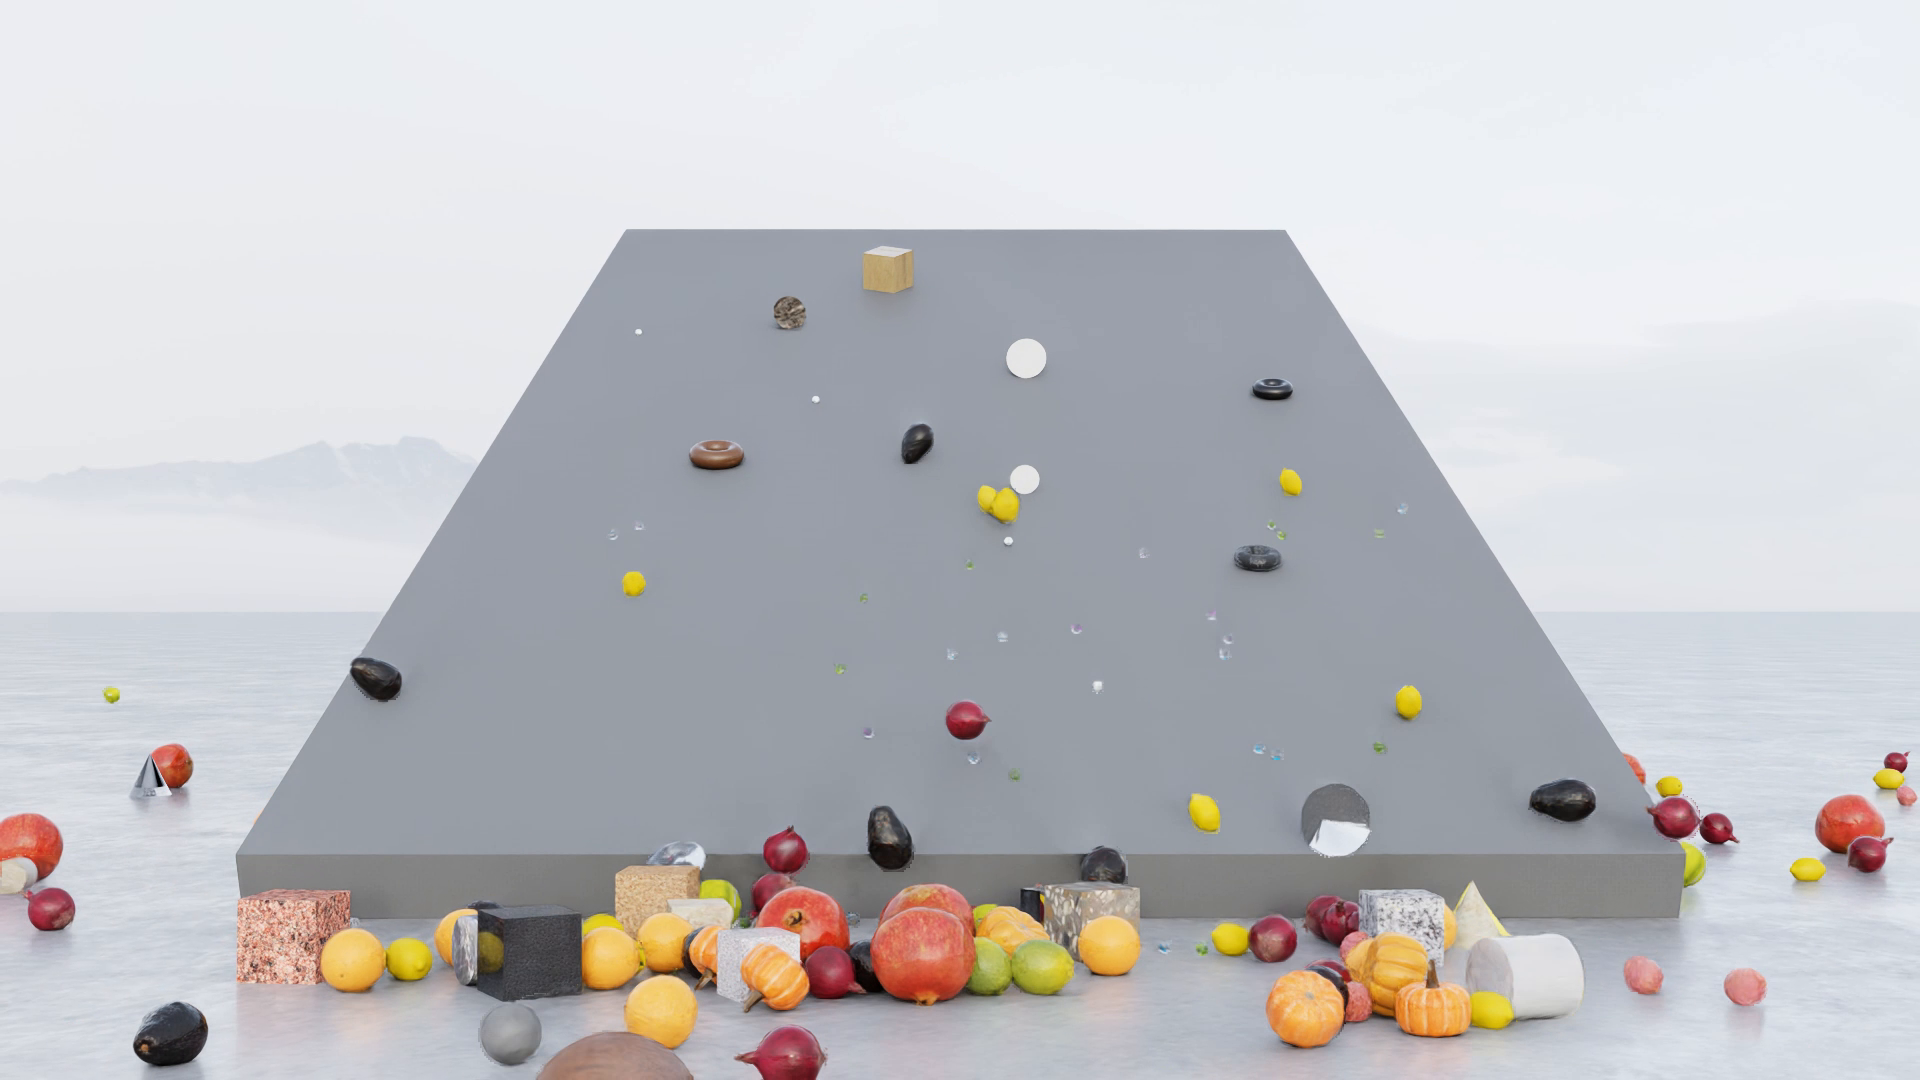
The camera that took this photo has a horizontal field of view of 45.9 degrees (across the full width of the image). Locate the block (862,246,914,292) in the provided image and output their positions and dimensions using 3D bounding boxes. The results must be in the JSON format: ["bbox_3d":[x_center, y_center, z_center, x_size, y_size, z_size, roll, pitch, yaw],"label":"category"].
[{"bbox_3d":[-0.195,-0.737,6.174,0.099,0.099,0.099,11,23,28],"label":"block"}]

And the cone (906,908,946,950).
[{"bbox_3d":[-0.043,0.494,2.898,0.052,0.052,0.052,0,-2,0],"label":"cone"}]

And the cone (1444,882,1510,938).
[{"bbox_3d":[0.688,0.504,2.979,0.080,0.080,0.080,27,5,13],"label":"cone"}]

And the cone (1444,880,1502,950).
[{"bbox_3d":[0.660,0.479,2.918,0.083,0.083,0.083,0,-2,0],"label":"cone"}]

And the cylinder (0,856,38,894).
[{"bbox_3d":[-1.434,0.509,3.441,0.052,0.052,0.052,0,-2,-4],"label":"cylinder"}]

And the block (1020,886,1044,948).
[{"bbox_3d":[0.128,0.484,2.911,0.072,0.072,0.072,1,-2,-38],"label":"block"}]

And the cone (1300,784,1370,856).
[{"bbox_3d":[0.511,0.392,3.175,0.100,0.100,0.100,0,-7,-8],"label":"cone"}]

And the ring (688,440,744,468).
[{"bbox_3d":[-0.509,-0.179,4.739,0.115,0.038,0.115,1,20,0],"label":"ring"}]

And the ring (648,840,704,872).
[{"bbox_3d":[-0.386,0.440,3.084,0.083,0.028,0.083,-15,26,7],"label":"ring"}]

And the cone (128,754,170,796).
[{"bbox_3d":[-1.865,0.538,5.221,0.096,0.096,0.096,0,-2,0],"label":"cone"}]

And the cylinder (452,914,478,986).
[{"bbox_3d":[-0.537,0.472,2.628,0.079,0.079,0.079,1,-2,-32],"label":"cylinder"}]

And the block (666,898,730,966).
[{"bbox_3d":[-0.321,0.481,2.783,0.071,0.071,0.071,0,-2,-12],"label":"block"}]

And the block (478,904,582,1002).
[{"bbox_3d":[-0.486,0.464,2.558,0.091,0.091,0.091,1,-2,-30],"label":"block"}]

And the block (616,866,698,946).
[{"bbox_3d":[-0.393,0.475,2.945,0.092,0.092,0.092,0,-2,3],"label":"block"}]

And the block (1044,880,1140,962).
[{"bbox_3d":[0.164,0.475,2.826,0.086,0.086,0.086,1,-2,-30],"label":"block"}]

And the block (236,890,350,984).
[{"bbox_3d":[-0.782,0.465,2.664,0.096,0.096,0.096,0,-2,8],"label":"block"}]

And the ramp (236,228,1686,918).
[{"bbox_3d":[-0.005,-0.208,5.020,2.000,0.100,4.000,0,20,0],"label":"ramp"}]

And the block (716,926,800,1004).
[{"bbox_3d":[-0.225,0.474,2.534,0.070,0.070,0.070,1,-2,-28],"label":"block"}]

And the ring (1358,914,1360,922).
[{"bbox_3d":[0.579,0.509,3.047,0.089,0.030,0.089,1,-1,0],"label":"ring"}]

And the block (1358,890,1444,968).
[{"bbox_3d":[0.540,0.475,2.778,0.083,0.083,0.083,0,-2,-5],"label":"block"}]

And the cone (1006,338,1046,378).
[{"bbox_3d":[0.161,-0.424,5.404,0.094,0.094,0.094,0,-7,5],"label":"cone"}]

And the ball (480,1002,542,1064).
[{"bbox_3d":[-0.427,0.469,2.157,0.058,0.058,0.058,0,-2,0],"label":"ball"}]

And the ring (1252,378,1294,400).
[{"bbox_3d":[0.719,-0.347,5.214,0.094,0.031,0.094,-1,21,0],"label":"ring"}]

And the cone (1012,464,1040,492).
[{"bbox_3d":[0.133,-0.118,4.593,0.059,0.059,0.059,0,-13,3],"label":"cone"}]

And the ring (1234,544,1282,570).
[{"bbox_3d":[0.548,0.033,4.180,0.087,0.029,0.087,1,19,0],"label":"ring"}]

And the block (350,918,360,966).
[{"bbox_3d":[-0.764,0.488,2.744,0.055,0.055,0.055,0,-2,7],"label":"block"}]
